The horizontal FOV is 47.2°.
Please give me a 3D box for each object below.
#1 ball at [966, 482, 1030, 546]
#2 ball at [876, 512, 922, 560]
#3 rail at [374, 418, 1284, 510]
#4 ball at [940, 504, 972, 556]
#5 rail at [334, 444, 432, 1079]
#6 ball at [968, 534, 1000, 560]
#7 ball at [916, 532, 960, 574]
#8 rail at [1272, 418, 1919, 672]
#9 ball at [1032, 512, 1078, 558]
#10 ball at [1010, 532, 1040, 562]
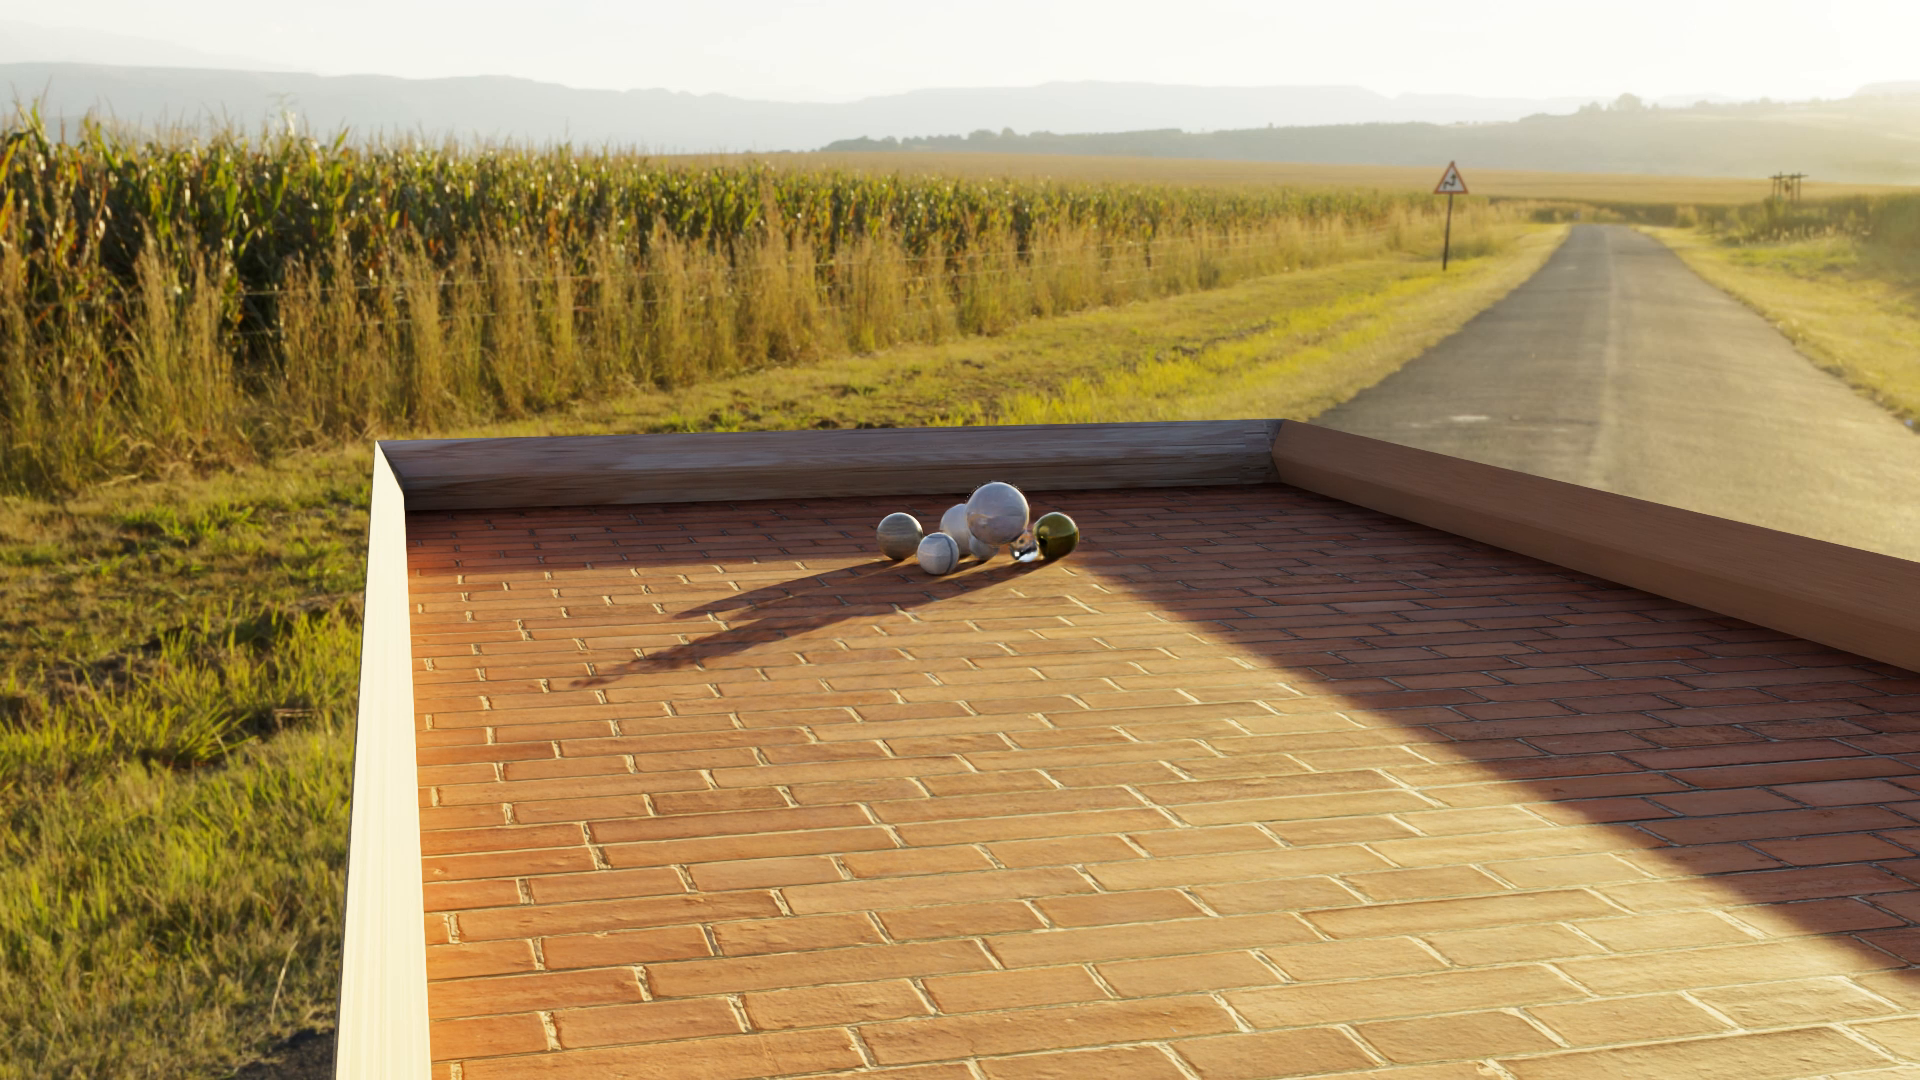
[{"bbox_3d":[0.057,-0.039,3.317,0.096,0.096,0.096,0,8,0],"label":"ball"},{"bbox_3d":[-0.093,-0.006,3.373,0.072,0.072,0.072,0,8,0],"label":"ball"},{"bbox_3d":[-0.194,-0.142,4.111,1.737,0.125,0.045,-2,9,-14],"label":"rail"},{"bbox_3d":[0.007,-0.016,3.421,0.079,0.079,0.079,0,8,0],"label":"ball"},{"bbox_3d":[-0.618,0.113,2.383,0.045,0.125,3.221,-2,9,-14],"label":"rail"},{"bbox_3d":[0.038,0.007,3.370,0.048,0.048,0.048,0,8,0],"label":"ball"},{"bbox_3d":[-0.032,0.020,3.233,0.062,0.062,0.062,0,8,0],"label":"ball"},{"bbox_3d":[1.018,0.052,2.798,0.045,0.125,3.221,-2,9,-14],"label":"rail"},{"bbox_3d":[0.146,-0.006,3.383,0.071,0.071,0.071,0,8,0],"label":"ball"},{"bbox_3d":[0.098,0.011,3.349,0.046,0.046,0.046,0,8,0],"label":"ball"}]
